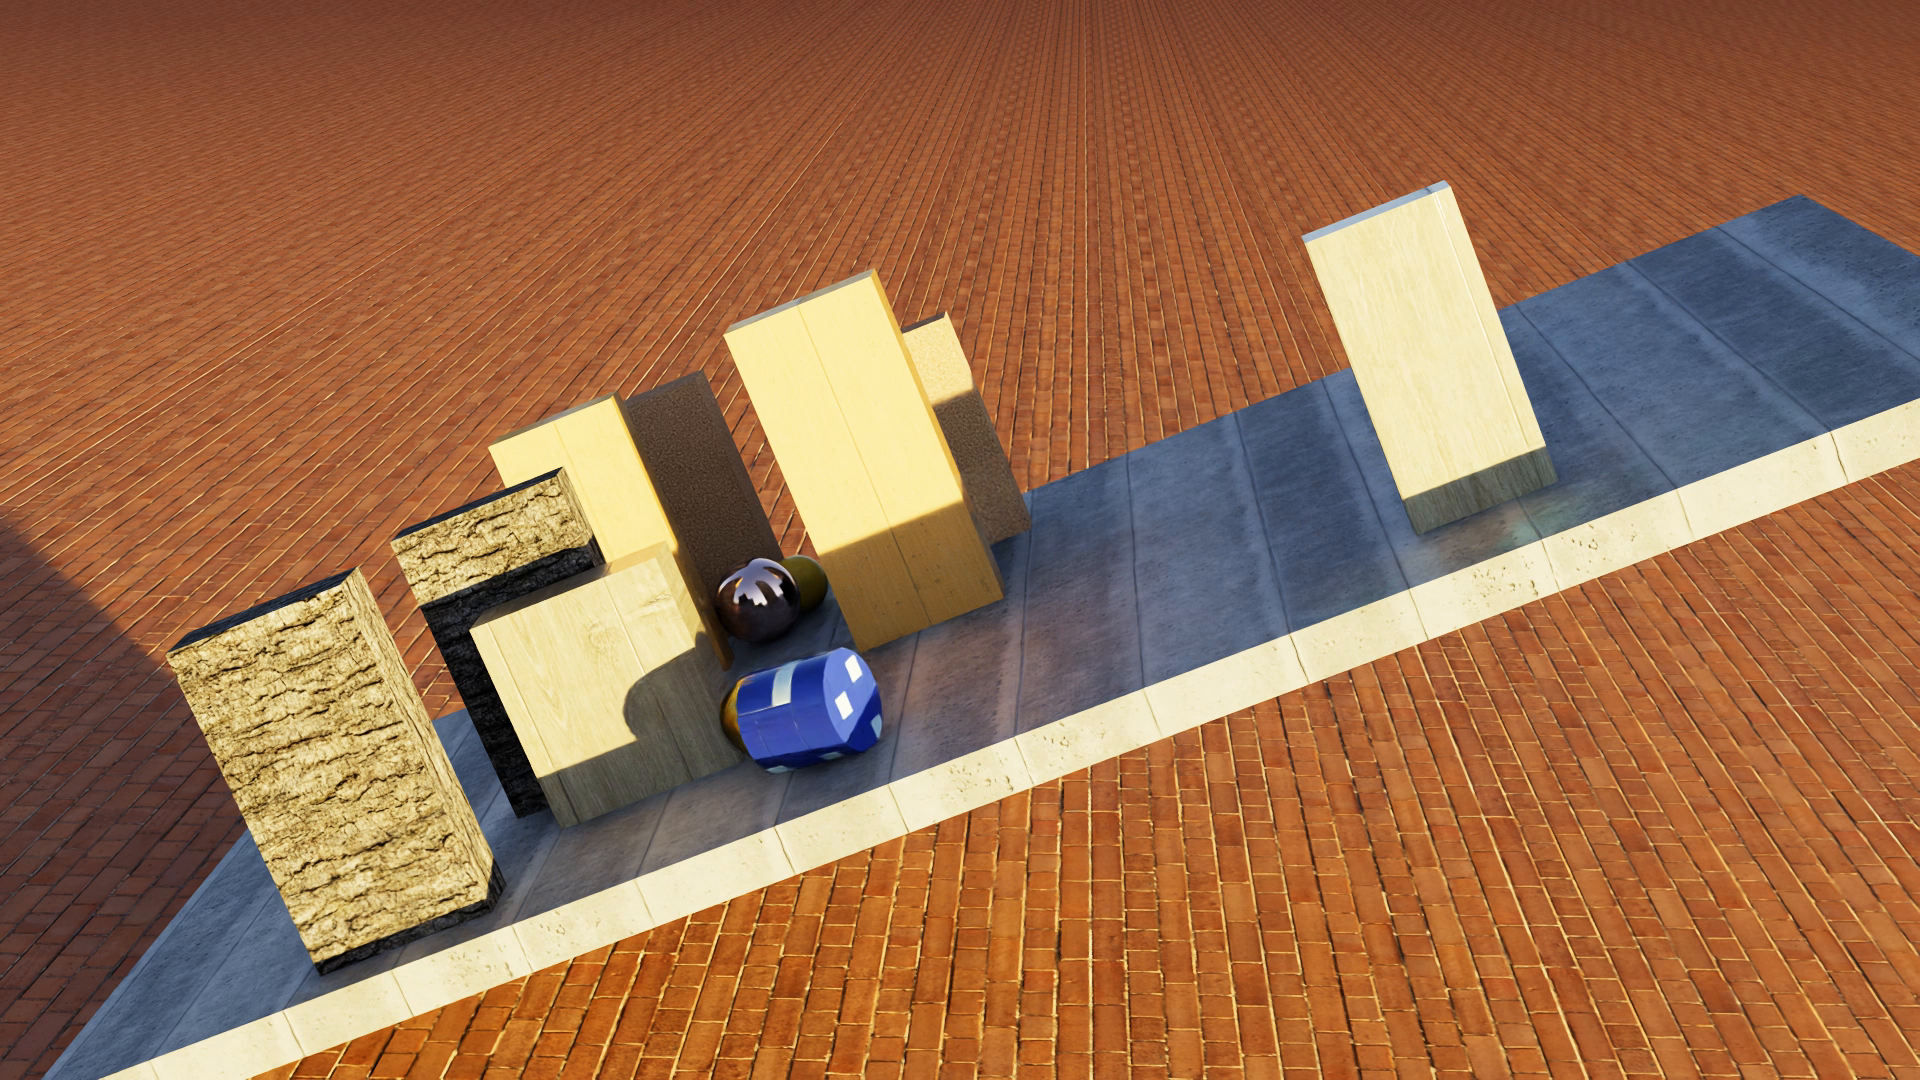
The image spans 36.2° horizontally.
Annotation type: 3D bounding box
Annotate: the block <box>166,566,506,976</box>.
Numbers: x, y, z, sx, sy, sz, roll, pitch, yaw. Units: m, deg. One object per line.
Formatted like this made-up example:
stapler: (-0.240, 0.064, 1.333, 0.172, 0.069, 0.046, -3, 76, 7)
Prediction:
block: (-1.179, 0.441, 5.589, 0.361, 0.687, 0.148, -21, 12, 7)

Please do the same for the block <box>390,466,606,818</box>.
block: (-0.872, 0.216, 6.119, 0.372, 0.643, 0.108, -21, 12, 7)

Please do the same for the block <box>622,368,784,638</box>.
block: (-0.651, -0.062, 7.025, 0.319, 0.602, 0.149, -21, 12, 7)

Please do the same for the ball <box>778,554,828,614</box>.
ball: (-0.380, 0.105, 6.923, 0.140, 0.140, 0.140, 0, 14, 0)

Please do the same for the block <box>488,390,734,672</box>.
block: (-0.789, 0.031, 6.691, 0.301, 0.676, 0.105, -21, 12, 7)

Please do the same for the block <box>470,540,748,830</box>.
block: (-0.700, 0.293, 5.934, 0.406, 0.451, 0.145, -21, 12, 7)

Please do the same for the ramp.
ramp: (0.124, 0.173, 6.290, 4.000, 0.100, 2.000, -21, 12, 7)

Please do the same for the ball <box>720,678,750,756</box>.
ball: (-0.395, 0.348, 5.825, 0.163, 0.163, 0.163, 0, 14, 0)

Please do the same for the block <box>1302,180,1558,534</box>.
block: (0.877, -0.338, 5.486, 0.282, 0.592, 0.096, -21, 12, 7)

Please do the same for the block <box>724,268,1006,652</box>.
block: (-0.200, -0.168, 6.315, 0.336, 0.749, 0.121, -21, 12, 7)

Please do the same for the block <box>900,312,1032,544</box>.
block: (-0.109, -0.211, 6.856, 0.379, 0.535, 0.099, -21, 12, 7)

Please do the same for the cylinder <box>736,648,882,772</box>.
cylinder: (-0.289, 0.327, 5.642, 0.201, 0.201, 0.201, -16, 5, 28)

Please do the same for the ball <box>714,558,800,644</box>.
ball: (-0.467, 0.140, 6.782, 0.199, 0.199, 0.199, 0, 14, 0)
